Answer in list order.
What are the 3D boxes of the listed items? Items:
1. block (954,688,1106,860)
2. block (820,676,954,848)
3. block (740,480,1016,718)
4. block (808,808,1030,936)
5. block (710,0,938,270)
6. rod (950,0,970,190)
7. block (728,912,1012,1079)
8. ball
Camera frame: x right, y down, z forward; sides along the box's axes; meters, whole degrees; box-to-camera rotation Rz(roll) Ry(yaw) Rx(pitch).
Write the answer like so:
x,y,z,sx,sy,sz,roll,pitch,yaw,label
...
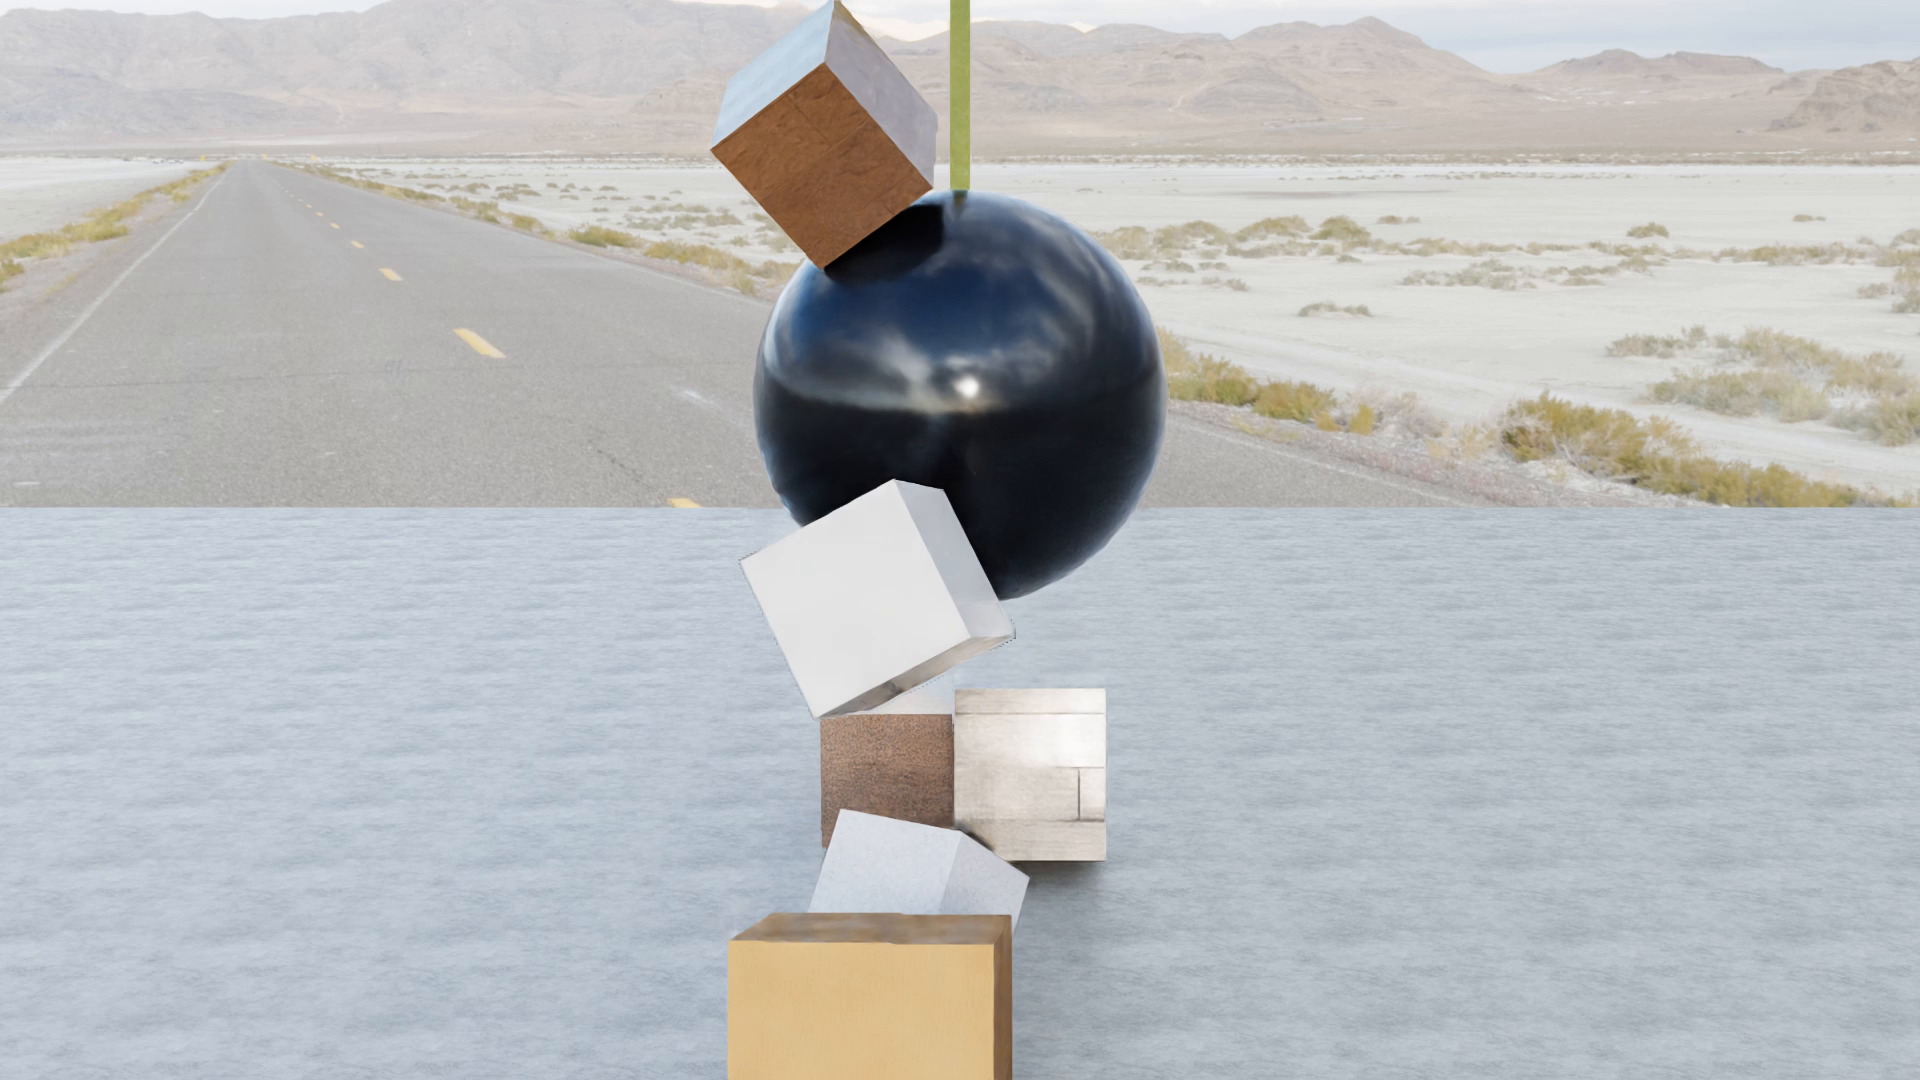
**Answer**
x,y,z,sx,sy,sz,roll,pitch,yaw,label
0.330,1.126,10.702,0.709,0.807,0.718,0,-4,0,block
-0.361,1.135,11.372,0.668,0.699,0.804,0,10,0,block
-0.253,0.192,7.107,0.559,0.547,0.616,-28,-8,12,block
-0.184,1.514,8.822,0.571,0.625,0.626,6,-21,31,block
-0.485,-1.497,8.072,0.531,0.603,0.645,-33,27,21,block
0.000,-3.829,9.357,0.080,5.200,0.080,0,-15,0,rod
-0.280,1.662,7.412,0.856,0.706,0.812,0,-3,6,block
0.000,-0.544,8.481,1.600,1.600,1.600,0,10,0,ball
